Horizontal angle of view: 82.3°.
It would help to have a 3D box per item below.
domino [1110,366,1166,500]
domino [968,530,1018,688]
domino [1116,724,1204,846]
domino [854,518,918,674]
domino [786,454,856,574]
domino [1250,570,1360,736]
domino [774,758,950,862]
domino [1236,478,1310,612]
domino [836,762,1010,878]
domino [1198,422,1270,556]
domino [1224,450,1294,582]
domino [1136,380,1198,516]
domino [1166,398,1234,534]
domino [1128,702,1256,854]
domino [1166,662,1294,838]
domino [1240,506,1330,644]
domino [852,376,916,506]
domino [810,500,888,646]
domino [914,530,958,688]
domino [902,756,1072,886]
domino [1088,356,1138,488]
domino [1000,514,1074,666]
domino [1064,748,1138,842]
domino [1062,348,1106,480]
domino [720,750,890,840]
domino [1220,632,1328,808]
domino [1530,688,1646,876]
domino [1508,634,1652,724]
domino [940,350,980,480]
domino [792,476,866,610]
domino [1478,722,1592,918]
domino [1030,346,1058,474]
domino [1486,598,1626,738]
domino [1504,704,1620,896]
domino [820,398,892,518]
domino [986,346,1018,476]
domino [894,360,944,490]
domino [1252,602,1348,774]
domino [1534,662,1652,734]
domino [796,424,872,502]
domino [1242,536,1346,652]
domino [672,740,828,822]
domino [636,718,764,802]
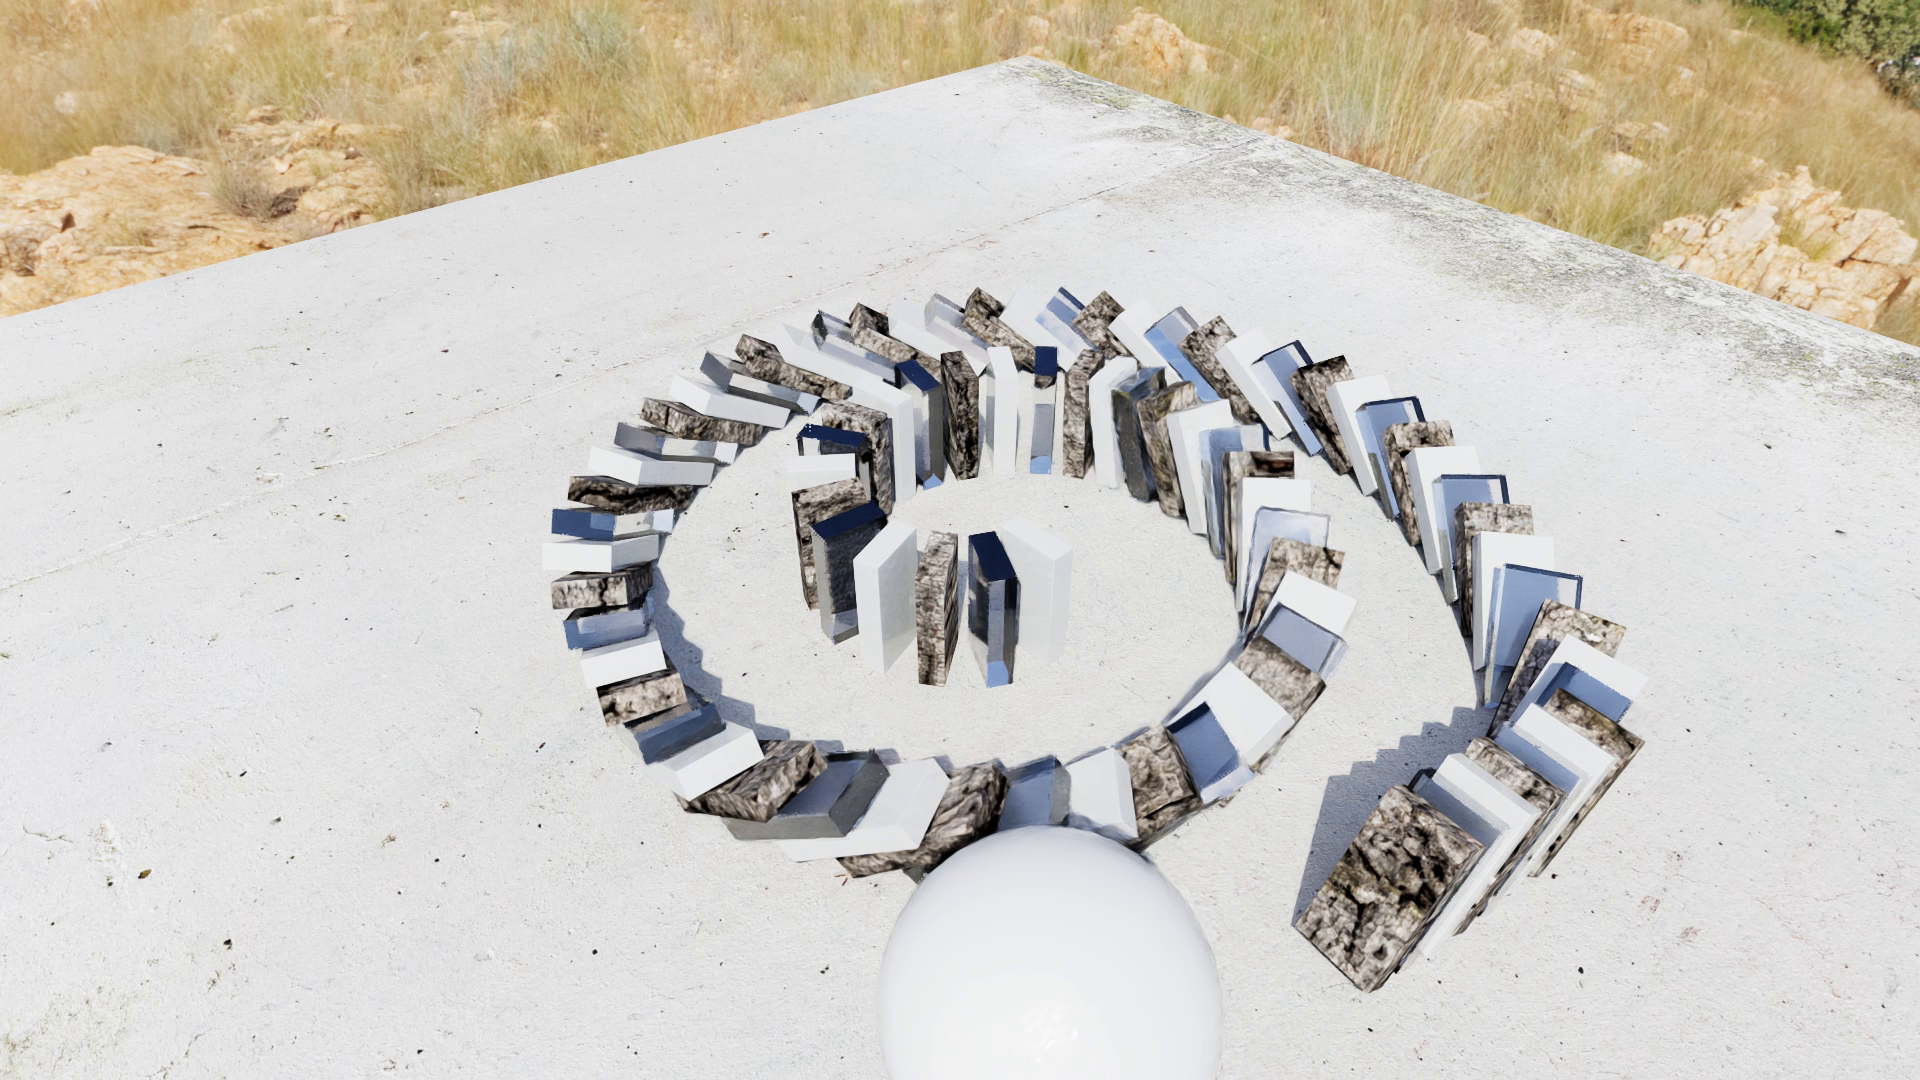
[{"bbox_3d":[0.079,-0.045,0.466,0.010,0.050,0.025,12,37,44],"label":"domino"},{"bbox_3d":[0.011,0.025,0.381,0.010,0.050,0.025,-10,40,-12],"label":"domino"},{"bbox_3d":[0.045,0.078,0.326,0.050,0.009,0.025,-34,39,15],"label":"domino"},{"bbox_3d":[-0.025,0.020,0.387,0.010,0.050,0.025,19,43,22],"label":"domino"},{"bbox_3d":[-0.051,-0.009,0.423,0.025,0.050,0.009,-3,39,-4],"label":"domino"},{"bbox_3d":[0.112,0.038,0.374,0.025,0.010,0.050,26,84,28],"label":"domino"},{"bbox_3d":[-0.029,0.080,0.325,0.050,0.010,0.025,-17,27,36],"label":"domino"},{"bbox_3d":[0.118,0.002,0.415,0.025,0.009,0.050,2,83,2],"label":"domino"},{"bbox_3d":[-0.011,0.082,0.322,0.050,0.010,0.025,-20,29,32],"label":"domino"},{"bbox_3d":[0.112,-0.020,0.440,0.025,0.050,0.009,-7,2,-8],"label":"domino"},{"bbox_3d":[0.117,-0.009,0.428,0.025,0.050,0.009,-1,-3,-1],"label":"domino"},{"bbox_3d":[0.091,-0.038,0.459,0.025,0.050,0.009,-28,21,-30],"label":"domino"},{"bbox_3d":[0.102,-0.030,0.450,0.025,0.050,0.009,-18,10,-21],"label":"domino"},{"bbox_3d":[0.061,0.074,0.333,0.050,0.009,0.025,-36,41,10],"label":"domino"},{"bbox_3d":[0.077,0.065,0.343,0.050,0.010,0.025,-46,49,2],"label":"domino"},{"bbox_3d":[0.119,0.014,0.402,0.025,0.010,0.050,8,81,10],"label":"domino"},{"bbox_3d":[-0.031,-0.042,0.462,0.025,0.050,0.009,29,47,30],"label":"domino"},{"bbox_3d":[-0.038,0.012,0.396,0.025,0.050,0.009,-24,45,-26],"label":"domino"},{"bbox_3d":[-0.008,0.024,0.382,0.009,0.050,0.025,7,40,8],"label":"domino"},{"bbox_3d":[0.008,0.083,0.321,0.050,0.010,0.025,-24,32,26],"label":"domino"},{"bbox_3d":[0.067,-0.050,0.472,0.009,0.050,0.025,15,41,34],"label":"domino"},{"bbox_3d":[0.026,0.018,0.389,0.009,0.050,0.025,-31,49,-32],"label":"domino"},{"bbox_3d":[0.026,0.082,0.322,0.050,0.009,0.025,-27,34,22],"label":"domino"},{"bbox_3d":[0.054,-0.054,0.477,0.009,0.050,0.025,13,41,20],"label":"domino"},{"bbox_3d":[-0.047,0.077,0.329,0.050,0.009,0.025,-15,25,41],"label":"domino"},{"bbox_3d":[0.090,0.057,0.352,0.050,0.010,0.025,-50,52,0],"label":"domino"},{"bbox_3d":[0.175,0.072,0.327,0.010,0.050,0.025,16,20,-48],"label":"domino"},{"bbox_3d":[0.189,0.058,0.345,0.025,0.050,0.010,37,14,36],"label":"domino"},{"bbox_3d":[0.000,-0.054,0.477,0.009,0.050,0.025,-11,41,-13],"label":"domino"},{"bbox_3d":[-0.047,0.002,0.409,0.025,0.050,0.010,-14,41,-16],"label":"domino"},{"bbox_3d":[0.154,0.080,0.316,0.010,0.050,0.025,6,27,-45],"label":"domino"},{"bbox_3d":[0.036,-0.056,0.480,0.010,0.050,0.025,3,39,3],"label":"domino"},{"bbox_3d":[0.197,0.047,0.364,0.025,0.010,0.050,24,80,24],"label":"domino"},{"bbox_3d":[0.165,0.076,0.323,0.010,0.050,0.025,16,20,-48],"label":"domino"},{"bbox_3d":[-0.042,-0.032,0.450,0.025,0.050,0.010,19,43,22],"label":"domino"},{"bbox_3d":[0.018,-0.056,0.480,0.009,0.050,0.025,-5,40,-5],"label":"domino"},{"bbox_3d":[-0.017,-0.049,0.471,0.010,0.050,0.025,-20,43,-22],"label":"domino"},{"bbox_3d":[0.103,0.048,0.362,0.025,0.010,0.050,33,86,34],"label":"domino"},{"bbox_3d":[0.183,0.065,0.336,0.009,0.050,0.025,15,19,-50],"label":"domino"},{"bbox_3d":[-0.049,-0.021,0.437,0.025,0.050,0.009,11,41,13],"label":"domino"},{"bbox_3d":[0.117,0.026,0.388,0.025,0.009,0.050,15,81,17],"label":"domino"},{"bbox_3d":[-0.065,0.072,0.334,0.050,0.009,0.025,-11,22,49],"label":"domino"},{"bbox_3d":[-0.082,0.066,0.342,0.025,0.010,0.050,-27,12,-28],"label":"domino"}]
